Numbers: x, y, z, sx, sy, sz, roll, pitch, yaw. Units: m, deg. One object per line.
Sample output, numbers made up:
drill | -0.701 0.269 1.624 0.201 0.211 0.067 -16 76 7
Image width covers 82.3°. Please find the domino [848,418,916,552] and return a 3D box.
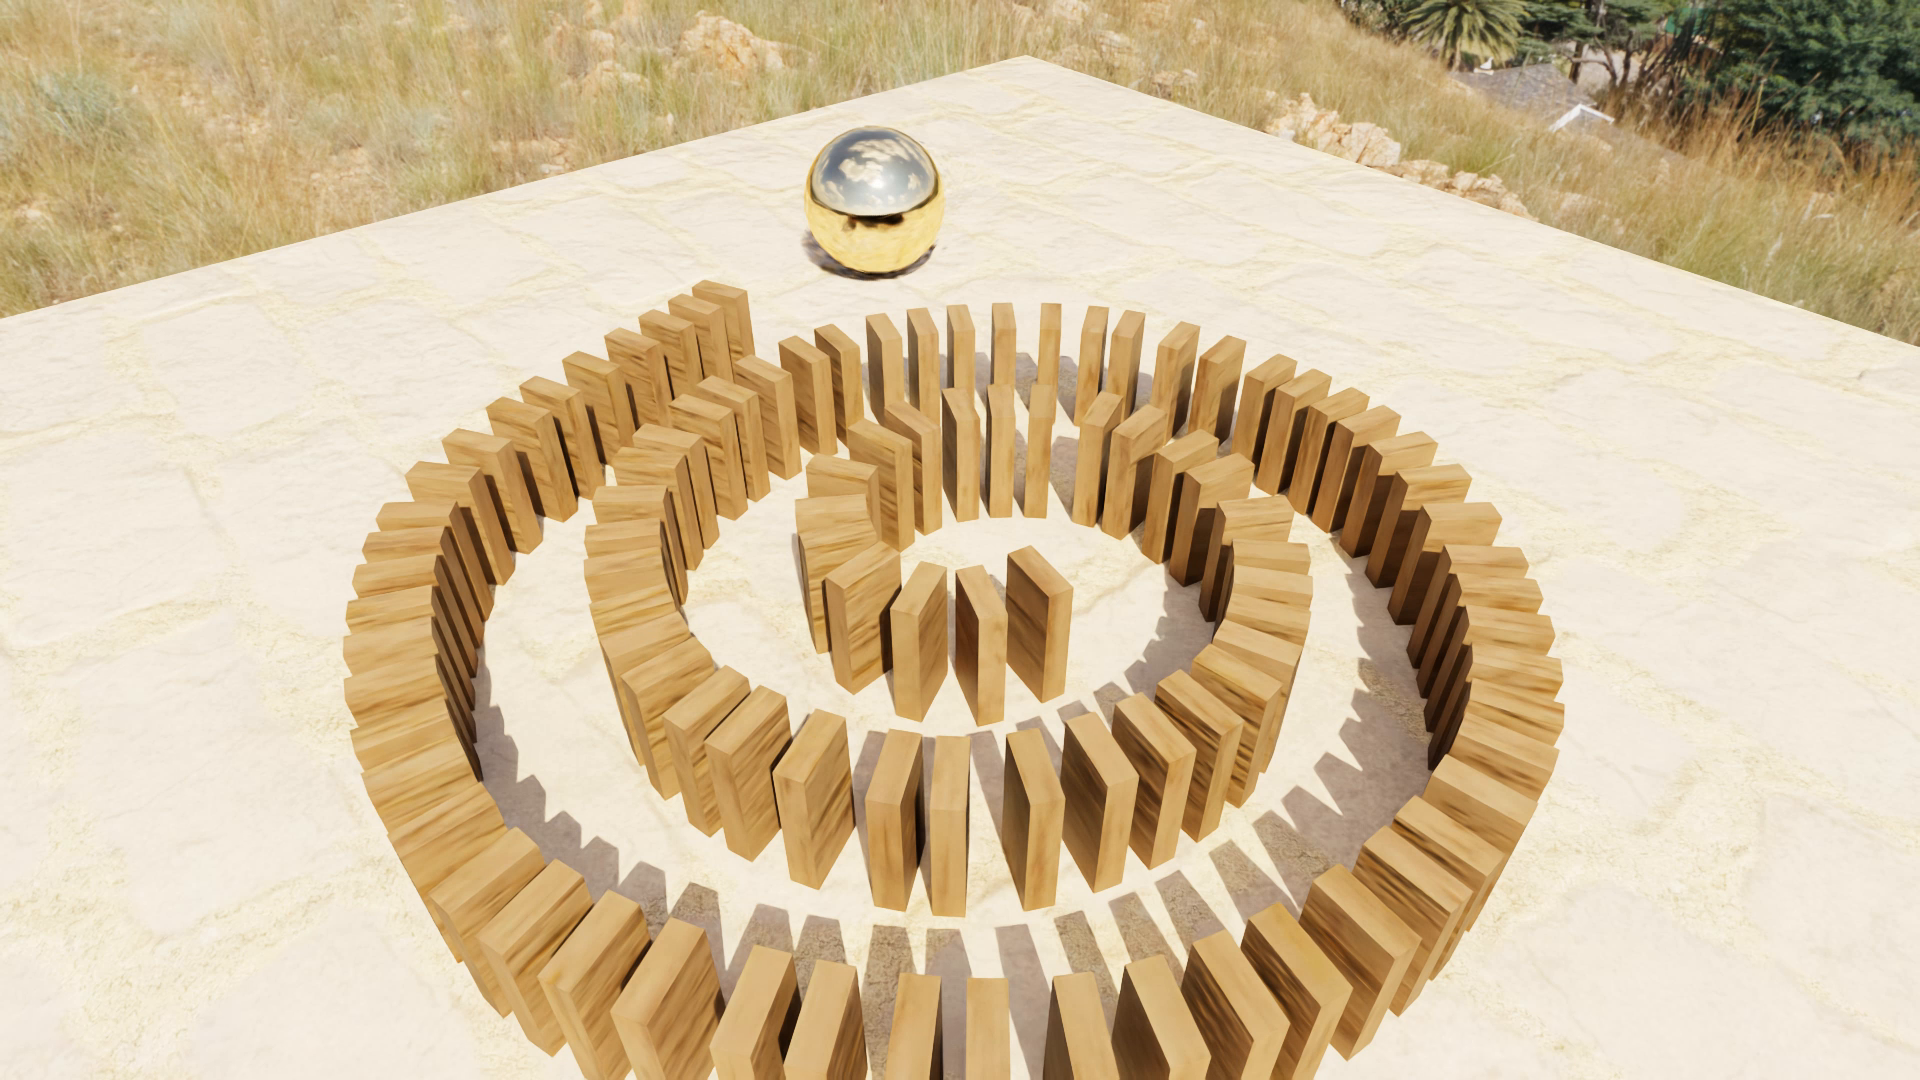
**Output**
domino | -0.031 -0.021 0.437 0.025 0.050 0.010 28 47 30

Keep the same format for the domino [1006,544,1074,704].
domino | 0.026 0.029 0.376 0.010 0.050 0.025 -20 44 -23

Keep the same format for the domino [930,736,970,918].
domino | -0.002 0.082 0.312 0.009 0.050 0.025 2 39 2

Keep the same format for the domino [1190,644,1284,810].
domino | 0.082 0.058 0.340 0.025 0.050 0.009 30 48 31

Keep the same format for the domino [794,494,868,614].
domino | -0.046 0.007 0.403 0.025 0.050 0.009 -5 40 -6

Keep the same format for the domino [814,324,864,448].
domino | -0.054 -0.069 0.496 0.010 0.050 0.025 -22 44 -25

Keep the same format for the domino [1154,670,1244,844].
domino | 0.069 0.066 0.331 0.010 0.050 0.025 -26 46 -28

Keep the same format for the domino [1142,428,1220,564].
domino | 0.086 -0.016 0.432 0.025 0.050 0.009 -26 46 -28

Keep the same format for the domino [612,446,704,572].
domino | -0.116 -0.011 0.425 0.025 0.050 0.009 7 40 9

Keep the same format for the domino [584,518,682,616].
domino | -0.115 0.016 0.392 0.025 0.050 0.010 -7 40 -8

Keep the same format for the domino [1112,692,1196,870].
domino | 0.055 0.072 0.324 0.009 0.050 0.025 -20 43 -22

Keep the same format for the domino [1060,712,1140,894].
domino | 0.039 0.076 0.318 0.009 0.050 0.025 -15 42 -17

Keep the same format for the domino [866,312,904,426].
domino | -0.034 -0.075 0.503 0.009 0.050 0.025 -13 41 -16

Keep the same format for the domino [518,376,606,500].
domino | -0.167 -0.043 0.463 0.025 0.050 0.009 19 43 21

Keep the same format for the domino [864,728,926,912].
domino | -0.018 0.080 0.313 0.010 0.050 0.025 8 40 9

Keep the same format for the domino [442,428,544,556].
domino | -0.184 -0.019 0.434 0.025 0.050 0.009 12 41 15

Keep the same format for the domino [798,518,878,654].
domino | -0.042 0.017 0.391 0.025 0.050 0.009 -13 41 -15

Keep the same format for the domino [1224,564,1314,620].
domino | 0.102 0.032 0.372 0.025 0.050 0.010 8 40 10

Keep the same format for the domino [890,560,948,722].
domino | -0.013 0.035 0.369 0.009 0.050 0.025 13 41 16

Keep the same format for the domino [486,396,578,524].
domino | -0.175 -0.032 0.451 0.025 0.050 0.009 17 42 19

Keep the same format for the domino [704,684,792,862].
domino | -0.061 0.070 0.326 0.010 0.050 0.025 20 43 23

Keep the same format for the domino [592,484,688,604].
domino | -0.118 0.003 0.408 0.025 0.050 0.010 -1 39 -2

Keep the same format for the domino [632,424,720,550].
domino | -0.112 -0.021 0.437 0.025 0.050 0.009 13 41 15

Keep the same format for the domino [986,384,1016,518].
domino | 0.016 -0.037 0.456 0.010 0.050 0.025 -2 39 -3

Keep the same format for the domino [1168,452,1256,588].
domino | 0.096 -0.007 0.420 0.025 0.050 0.009 -19 43 -22

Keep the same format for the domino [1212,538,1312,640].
domino | 0.104 0.023 0.384 0.025 0.050 0.010 4 39 5

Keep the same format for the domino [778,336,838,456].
domino | -0.067 -0.063 0.488 0.009 0.050 0.025 -29 48 -31

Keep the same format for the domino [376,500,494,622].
domino | -0.190 0.009 0.401 0.025 0.050 0.009 -2 39 -3

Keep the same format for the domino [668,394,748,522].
domino | -0.103 -0.034 0.452 0.025 0.050 0.010 19 43 22

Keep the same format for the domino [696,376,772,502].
domino | -0.095 -0.042 0.463 0.025 0.050 0.010 23 44 25

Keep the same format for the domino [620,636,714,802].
domino | -0.087 0.056 0.343 0.025 0.050 0.009 -29 48 -31

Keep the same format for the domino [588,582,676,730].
domino | -0.104 0.039 0.364 0.025 0.050 0.010 -16 42 -18

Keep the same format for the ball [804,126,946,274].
ball | -0.048 -0.192 0.622 0.080 0.080 0.080 0 39 0

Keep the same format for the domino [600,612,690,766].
domino | -0.097 0.048 0.353 0.025 0.050 0.009 -21 44 -24

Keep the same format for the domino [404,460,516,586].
domino | -0.189 -0.006 0.419 0.025 0.050 0.009 6 40 7

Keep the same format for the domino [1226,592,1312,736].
domino | 0.097 0.042 0.361 0.025 0.050 0.009 13 41 16

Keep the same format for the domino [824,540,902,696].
domino | -0.032 0.027 0.378 0.010 0.050 0.025 31 49 32

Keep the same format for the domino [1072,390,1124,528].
domino | 0.056 -0.033 0.451 0.009 0.050 0.025 16 42 19

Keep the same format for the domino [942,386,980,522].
domino | 0.000 -0.035 0.454 0.009 0.050 0.025 -9 40 -11

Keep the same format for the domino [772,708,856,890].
domino | -0.041 0.076 0.319 0.010 0.050 0.025 14 41 17

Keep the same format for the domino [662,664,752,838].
domino | -0.073 0.064 0.333 0.009 0.050 0.025 26 46 28

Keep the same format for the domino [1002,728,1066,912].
domino | 0.020 0.080 0.313 0.010 0.050 0.025 -8 40 -10

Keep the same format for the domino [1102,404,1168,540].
domino | 0.070 -0.027 0.444 0.009 0.050 0.025 28 47 30

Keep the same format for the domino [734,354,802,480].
domino | -0.083 -0.053 0.476 0.025 0.050 0.010 28 47 30

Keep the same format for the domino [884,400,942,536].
domino | -0.019 -0.029 0.447 0.009 0.050 0.025 -27 46 -29

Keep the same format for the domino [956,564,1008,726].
domino | 0.007 0.036 0.368 0.010 0.050 0.025 -11 41 -13

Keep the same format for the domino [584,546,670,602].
domino | -0.111 0.026 0.379 0.025 0.050 0.010 -11 41 -13

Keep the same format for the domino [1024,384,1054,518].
domino | 0.033 -0.036 0.456 0.010 0.050 0.025 4 39 4

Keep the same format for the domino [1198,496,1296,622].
domino | 0.104 0.007 0.402 0.025 0.050 0.009 -6 40 -7

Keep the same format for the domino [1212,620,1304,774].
domino | 0.091 0.050 0.350 0.025 0.050 0.009 20 43 22

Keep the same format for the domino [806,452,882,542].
domino | -0.044 -0.008 0.421 0.025 0.050 0.010 13 41 16
